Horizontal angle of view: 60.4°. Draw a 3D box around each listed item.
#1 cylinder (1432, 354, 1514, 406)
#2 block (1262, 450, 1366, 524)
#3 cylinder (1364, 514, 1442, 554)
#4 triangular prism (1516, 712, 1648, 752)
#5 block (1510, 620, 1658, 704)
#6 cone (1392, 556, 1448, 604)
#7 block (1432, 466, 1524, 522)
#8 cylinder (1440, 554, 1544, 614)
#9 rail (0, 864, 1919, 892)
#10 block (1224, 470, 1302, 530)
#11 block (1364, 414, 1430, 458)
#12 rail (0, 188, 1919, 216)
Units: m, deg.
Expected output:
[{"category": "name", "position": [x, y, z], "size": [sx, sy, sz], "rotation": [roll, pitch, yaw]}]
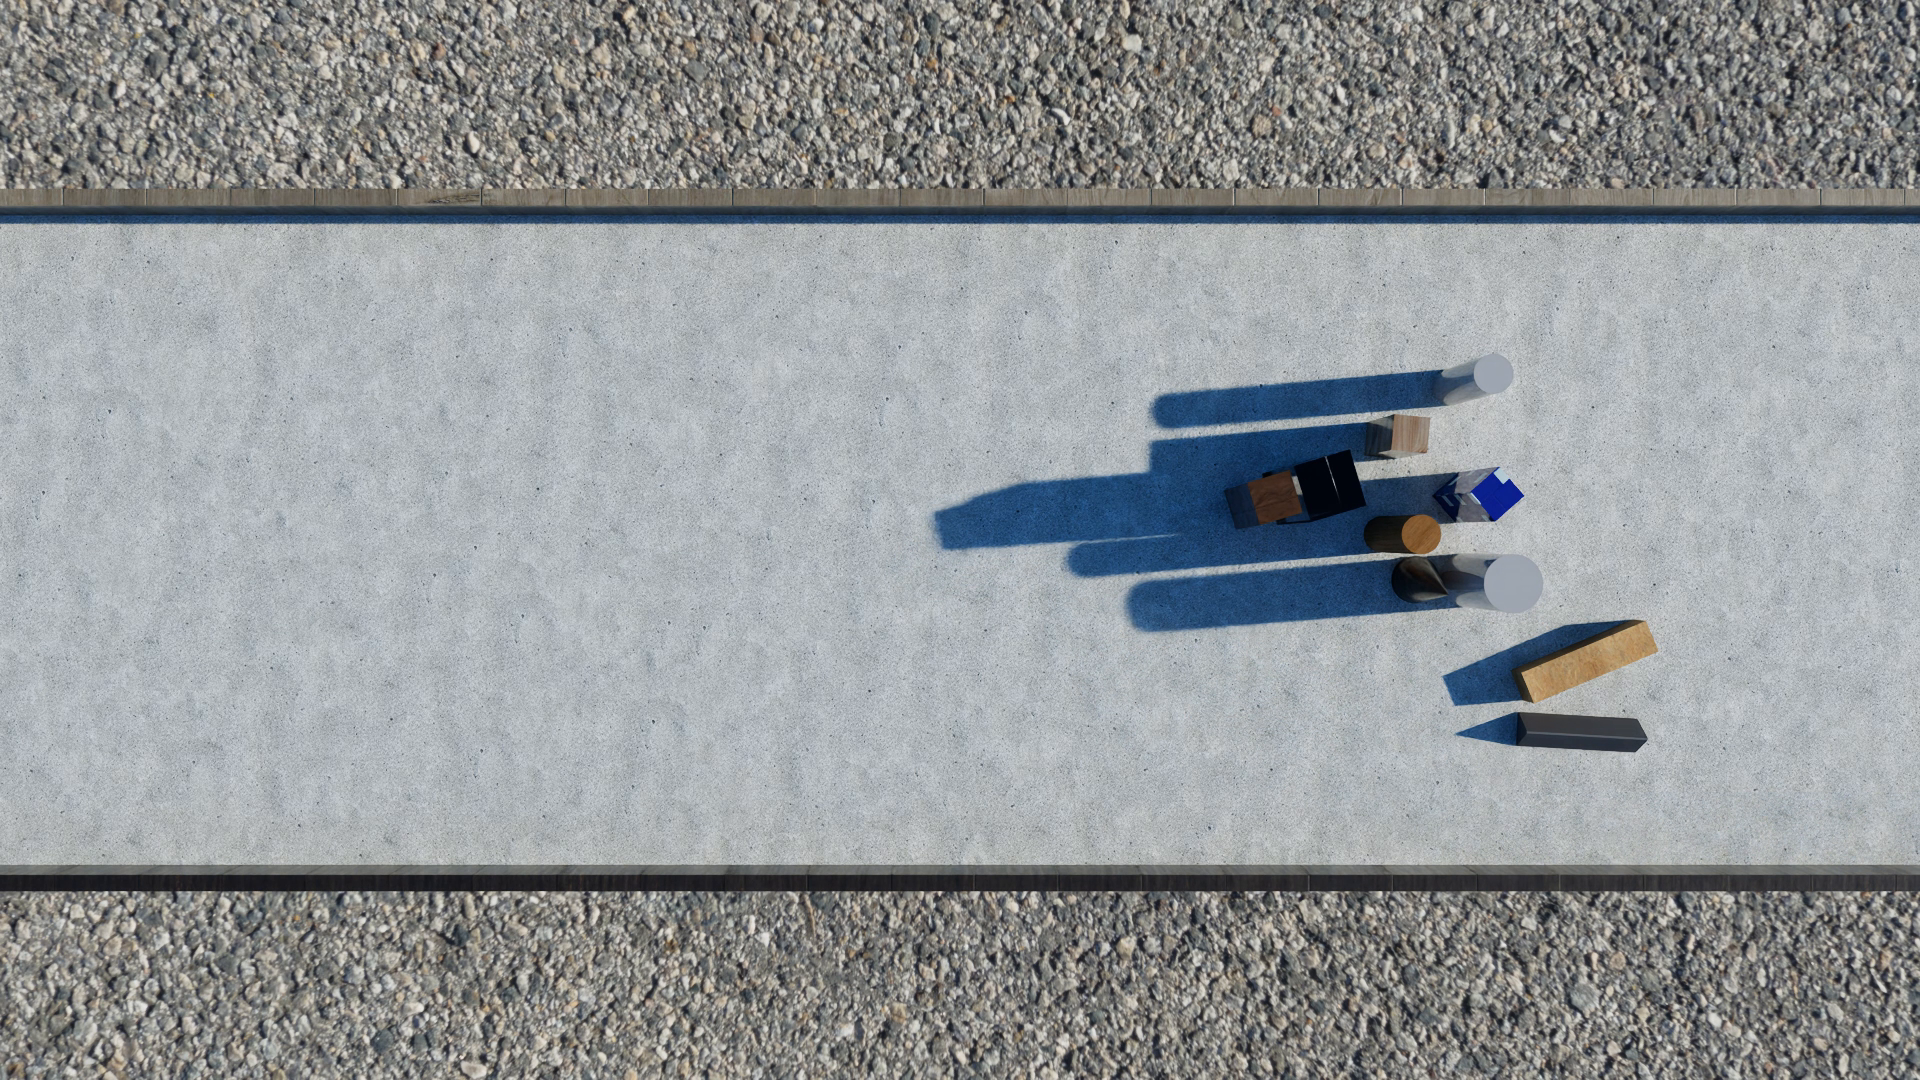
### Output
[{"category": "cylinder", "position": [1.510, -0.470, 4.871], "size": [0.113, 0.411, 0.113], "rotation": [0, 90, 0]}, {"category": "block", "position": [1.037, -0.151, 4.860], "size": [0.165, 0.428, 0.165], "rotation": [-17, 90, -2]}, {"category": "cylinder", "position": [1.299, -0.017, 4.859], "size": [0.112, 0.434, 0.112], "rotation": [0, 90, 0]}, {"category": "triangular prism", "position": [1.897, 0.591, 5.030], "size": [0.366, 0.089, 0.103], "rotation": [3, 90, 0]}, {"category": "block", "position": [1.901, 0.369, 5.026], "size": [0.408, 0.100, 0.100], "rotation": [-23, 90, 0]}, {"category": "cone", "position": [1.398, 0.139, 4.889], "size": [0.147, 0.362, 0.147], "rotation": [0, 96, 1]}, {"category": "block", "position": [1.531, -0.131, 4.888], "size": [0.111, 0.377, 0.111], "rotation": [-41, 90, 0]}, {"category": "cylinder", "position": [1.553, 0.123, 4.848], "size": [0.166, 0.455, 0.166], "rotation": [0, 90, 1]}, {"category": "rail", "position": [-2.247, 1.025, 5.001], "size": [12.000, 0.150, 0.050], "rotation": [0, 90, 0]}, {"category": "block", "position": [0.889, -0.115, 4.862], "size": [0.125, 0.426, 0.125], "rotation": [-17, 89, 0]}, {"category": "block", "position": [1.301, -0.307, 4.918], "size": [0.104, 0.317, 0.104], "rotation": [5, 90, 0]}, {"category": "rail", "position": [-2.247, -1.025, 5.002], "size": [12.000, 0.150, 0.050], "rotation": [0, 90, 0]}]
